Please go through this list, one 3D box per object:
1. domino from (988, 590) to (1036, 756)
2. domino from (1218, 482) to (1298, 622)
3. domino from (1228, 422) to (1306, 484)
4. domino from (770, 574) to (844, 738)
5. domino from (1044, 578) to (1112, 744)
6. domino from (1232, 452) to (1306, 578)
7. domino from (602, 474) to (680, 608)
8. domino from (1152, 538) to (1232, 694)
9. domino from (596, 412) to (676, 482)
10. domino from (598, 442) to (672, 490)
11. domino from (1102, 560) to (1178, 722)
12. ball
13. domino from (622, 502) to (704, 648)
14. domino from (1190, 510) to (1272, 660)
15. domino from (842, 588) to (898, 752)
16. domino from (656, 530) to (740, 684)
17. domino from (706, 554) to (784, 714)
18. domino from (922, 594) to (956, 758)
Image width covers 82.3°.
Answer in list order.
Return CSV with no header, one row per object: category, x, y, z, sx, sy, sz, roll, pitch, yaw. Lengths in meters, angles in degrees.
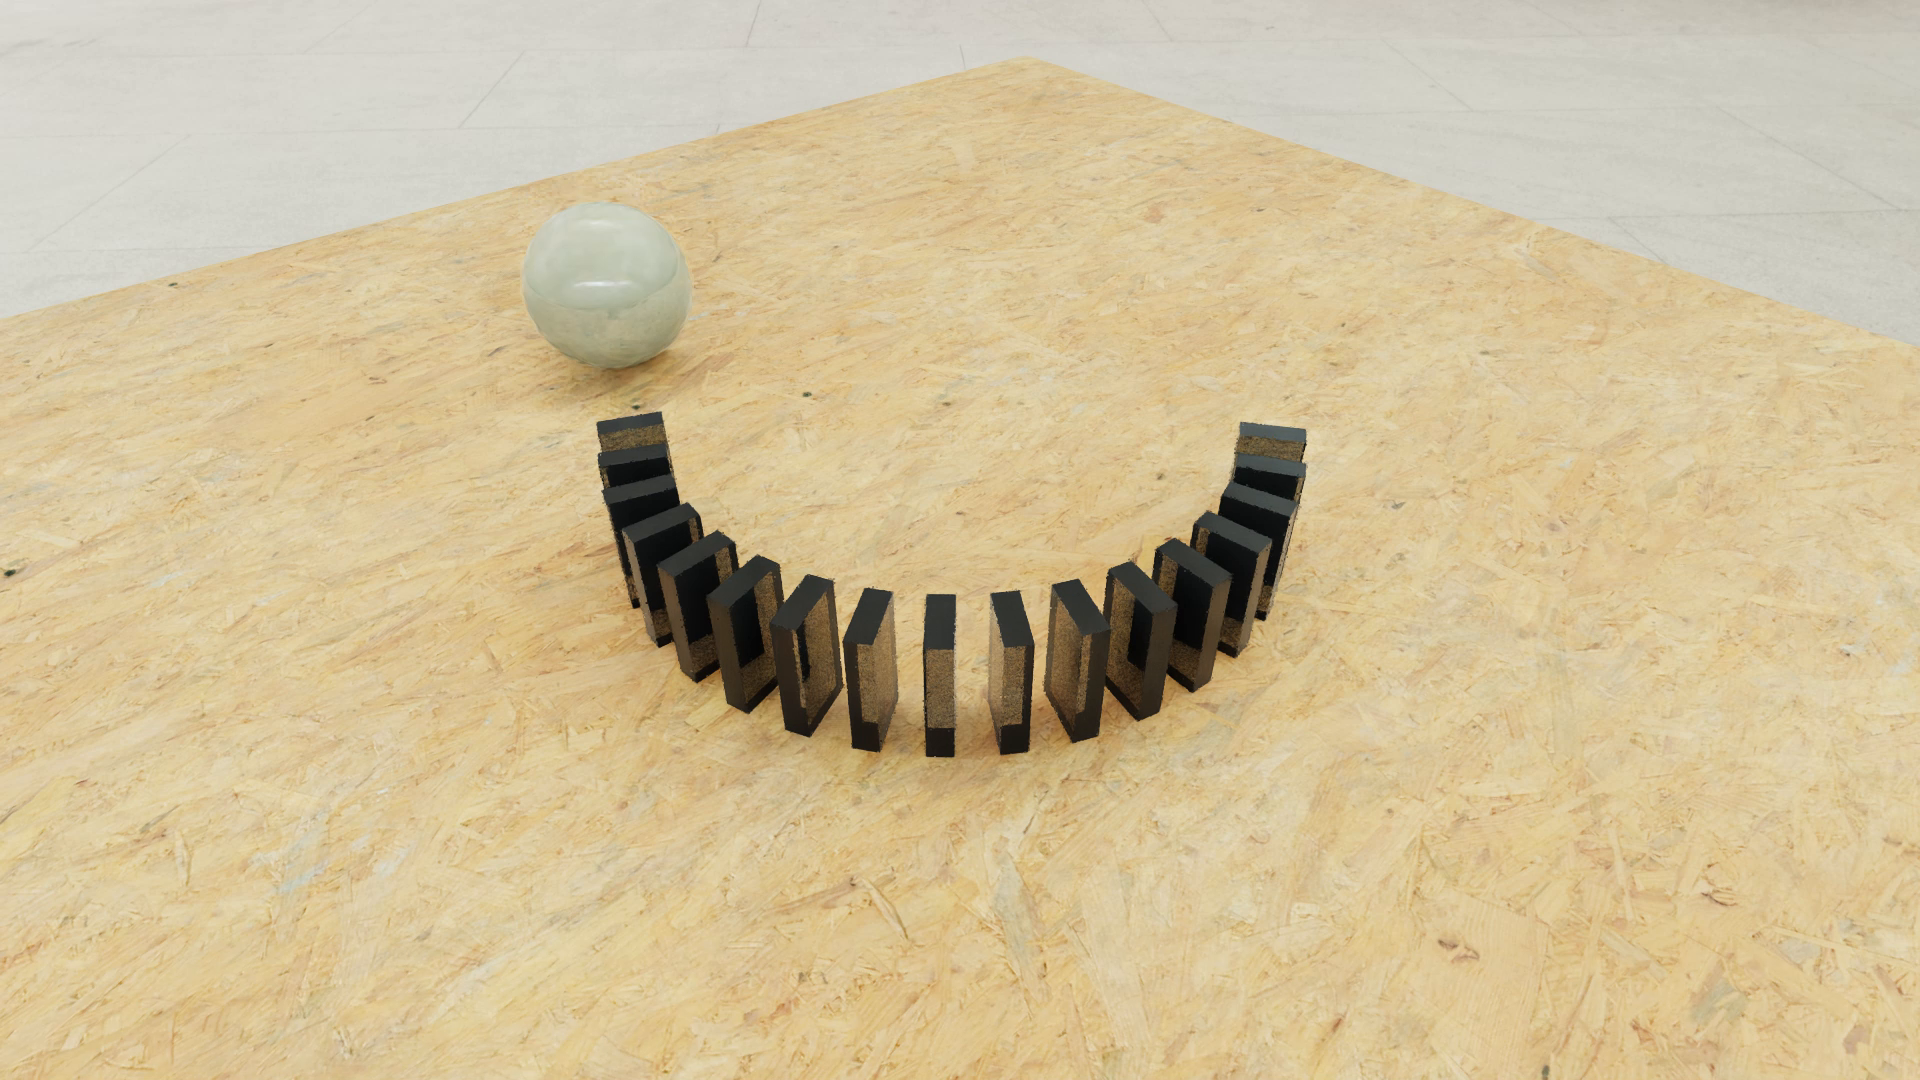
domino,0.016,0.044,0.358,0.010,0.050,0.025,-5,40,-6
domino,0.106,0.005,0.406,0.025,0.050,0.009,20,44,23
domino,0.120,-0.022,0.439,0.025,0.050,0.009,8,40,9
domino,-0.050,0.039,0.364,0.009,0.050,0.025,14,41,17
domino,0.038,0.040,0.362,0.009,0.050,0.025,-12,41,-15
domino,0.115,-0.008,0.422,0.025,0.050,0.009,11,41,13
domino,-0.115,0.001,0.410,0.025,0.050,0.009,-16,42,-18
domino,0.077,0.026,0.379,0.009,0.050,0.025,-28,47,-30
domino,-0.128,-0.026,0.444,0.025,0.050,0.010,-12,41,-14
domino,-0.122,-0.012,0.427,0.025,0.050,0.010,-10,40,-12
domino,0.059,0.034,0.369,0.010,0.050,0.025,-19,43,-22
ball,-0.173,-0.125,0.540,0.080,0.080,0.080,0,39,0
domino,-0.103,0.013,0.395,0.025,0.050,0.009,-26,46,-28
domino,0.093,0.016,0.391,0.025,0.050,0.009,28,47,30
domino,-0.029,0.043,0.359,0.009,0.050,0.025,8,40,9
domino,-0.088,0.024,0.383,0.009,0.050,0.025,30,48,32
domino,-0.070,0.032,0.372,0.009,0.050,0.025,22,44,24
domino,-0.006,0.045,0.357,0.009,0.050,0.025,1,39,1
